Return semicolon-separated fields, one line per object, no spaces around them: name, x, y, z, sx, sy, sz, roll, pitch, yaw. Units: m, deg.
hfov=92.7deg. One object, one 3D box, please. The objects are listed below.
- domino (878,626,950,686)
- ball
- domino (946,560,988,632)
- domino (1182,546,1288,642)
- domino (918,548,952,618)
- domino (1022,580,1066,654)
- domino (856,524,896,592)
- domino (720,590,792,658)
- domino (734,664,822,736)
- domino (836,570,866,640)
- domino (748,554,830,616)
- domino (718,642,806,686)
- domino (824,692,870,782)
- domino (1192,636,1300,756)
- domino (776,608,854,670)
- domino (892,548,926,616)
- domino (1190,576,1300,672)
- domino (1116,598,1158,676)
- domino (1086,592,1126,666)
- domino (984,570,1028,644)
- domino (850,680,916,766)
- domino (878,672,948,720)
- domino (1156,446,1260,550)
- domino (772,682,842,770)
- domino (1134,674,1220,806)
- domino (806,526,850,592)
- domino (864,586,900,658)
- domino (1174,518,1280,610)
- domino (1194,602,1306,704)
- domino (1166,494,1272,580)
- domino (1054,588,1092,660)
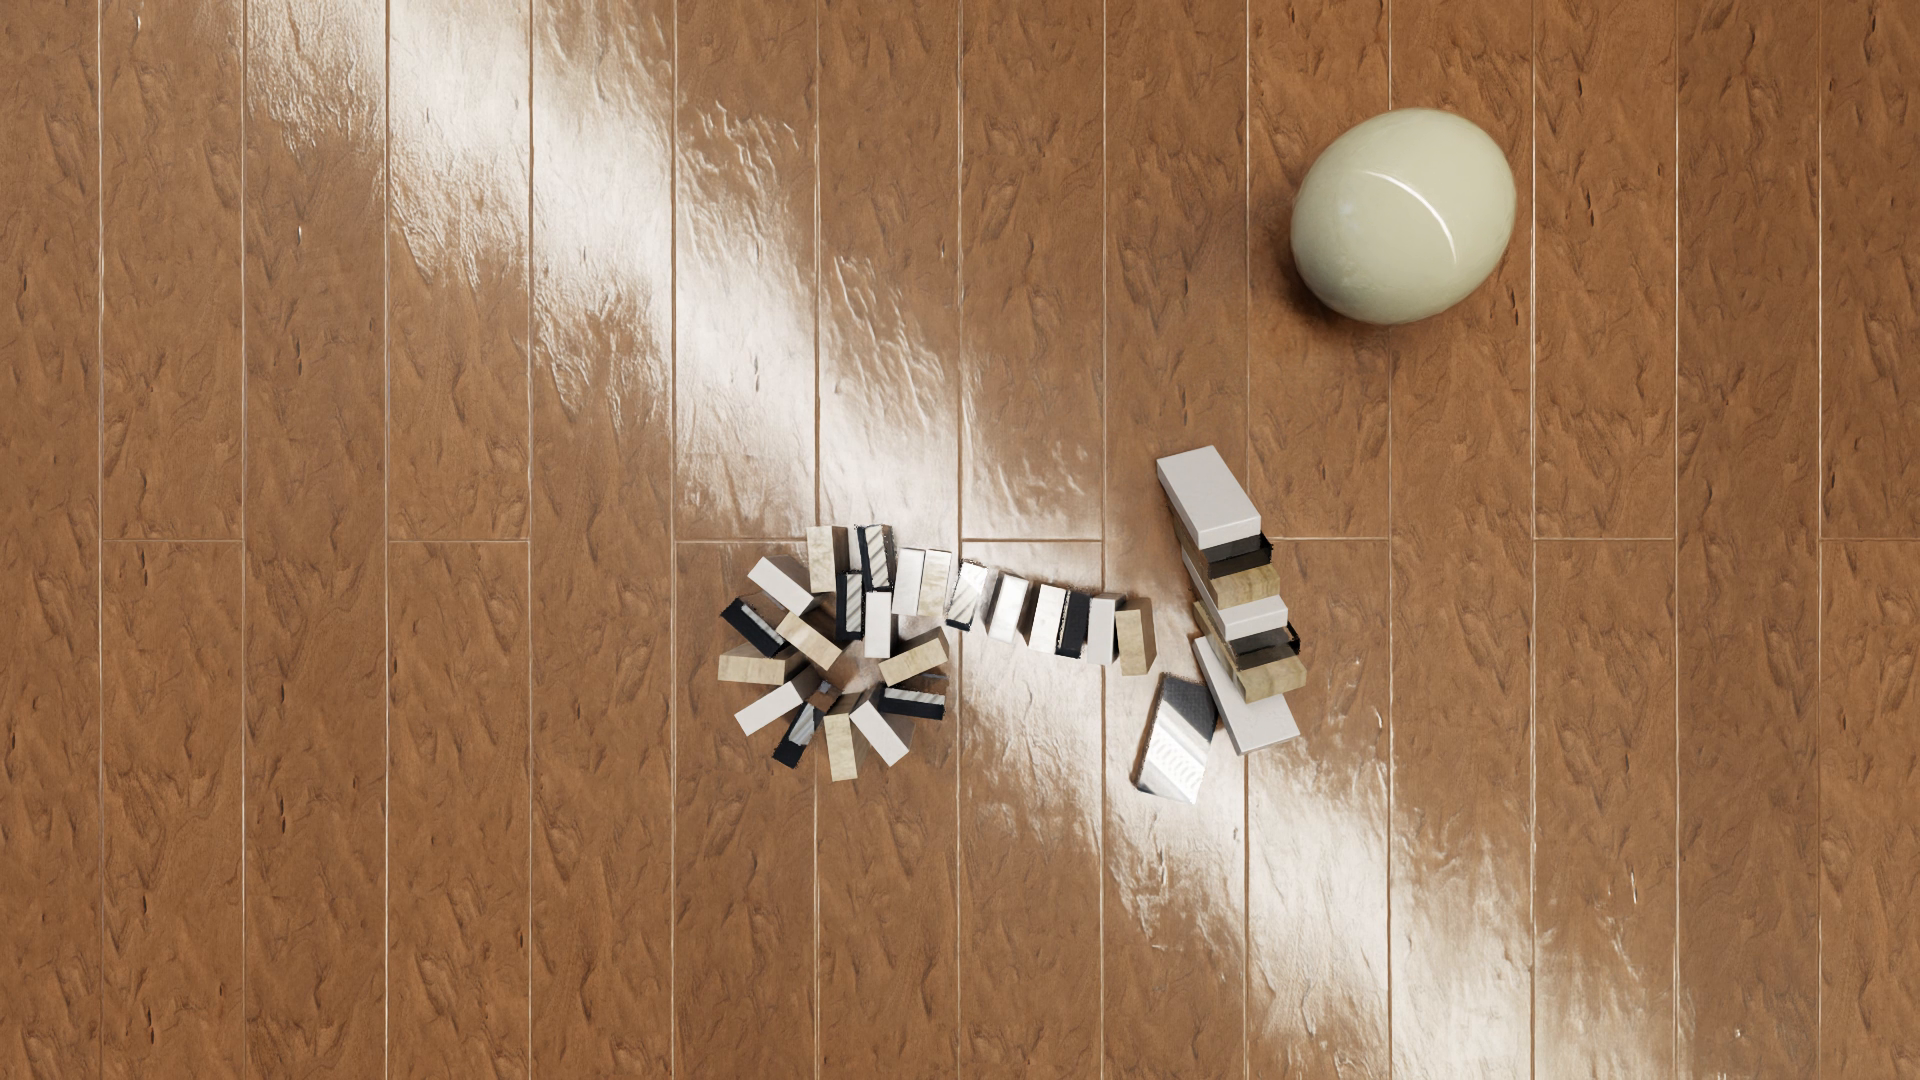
domino;-0.018;0.047;0.375;0.025;0.050;0.009;-24;90;0
ball;0.172;-0.125;0.360;0.080;0.080;0.080;0;90;0
domino;0.003;0.022;0.375;0.009;0.050;0.025;16;90;0
domino;0.112;0.018;0.378;0.025;0.050;0.010;-15;131;1
domino;-0.010;0.017;0.375;0.009;0.050;0.025;8;90;0
domino;0.034;0.030;0.375;0.009;0.050;0.025;12;90;1
domino;-0.033;0.007;0.375;0.010;0.050;0.025;-8;90;0
domino;-0.079;0.034;0.375;0.025;0.050;0.010;43;90;0
domino;-0.073;0.064;0.375;0.025;0.050;0.009;-31;90;0
domino;-0.043;0.026;0.375;0.010;0.050;0.025;1;90;0
domino;-0.069;0.018;0.375;0.025;0.050;0.010;39;90;0
domino;-0.080;0.050;0.375;0.025;0.050;0.010;5;90;0
domino;-0.046;0.079;0.375;0.009;0.050;0.025;-8;90;0
domino;0.119;0.062;0.385;0.025;0.010;0.050;-16;65;-2
domino;-0.058;0.039;0.375;0.025;0.050;0.010;38;90;0
domino;-0.020;0.016;0.375;0.010;0.050;0.025;8;90;0
domino;0.116;0.029;0.378;0.025;0.050;0.010;-16;131;-1
domino;0.073;0.039;0.375;0.010;0.050;0.025;-6;90;17
domino;0.060;0.035;0.375;0.009;0.050;0.025;3;90;15
domino;0.018;0.026;0.375;0.009;0.050;0.025;15;90;0
domino;-0.031;0.074;0.375;0.009;0.050;0.025;-39;90;0
domino;-0.019;0.063;0.375;0.025;0.050;0.009;8;90;0
domino;0.102;-0.018;0.378;0.025;0.050;0.009;-15;131;0
domino;-0.062;0.074;0.375;0.010;0.050;0.025;30;90;0
domino;0.094;0.086;0.395;0.025;0.009;0.050;15;90;0
domino;-0.053;0.007;0.375;0.009;0.050;0.025;-4;90;0
domino;-0.031;0.032;0.375;0.010;0.050;0.025;2;90;0
domino;0.109;0.005;0.378;0.025;0.050;0.010;-15;131;0
domino;0.118;0.042;0.378;0.025;0.050;0.009;-17;131;-2
domino;0.106;-0.007;0.378;0.025;0.050;0.009;-15;131;0
domino;0.047;0.033;0.375;0.010;0.050;0.025;10;90;9
